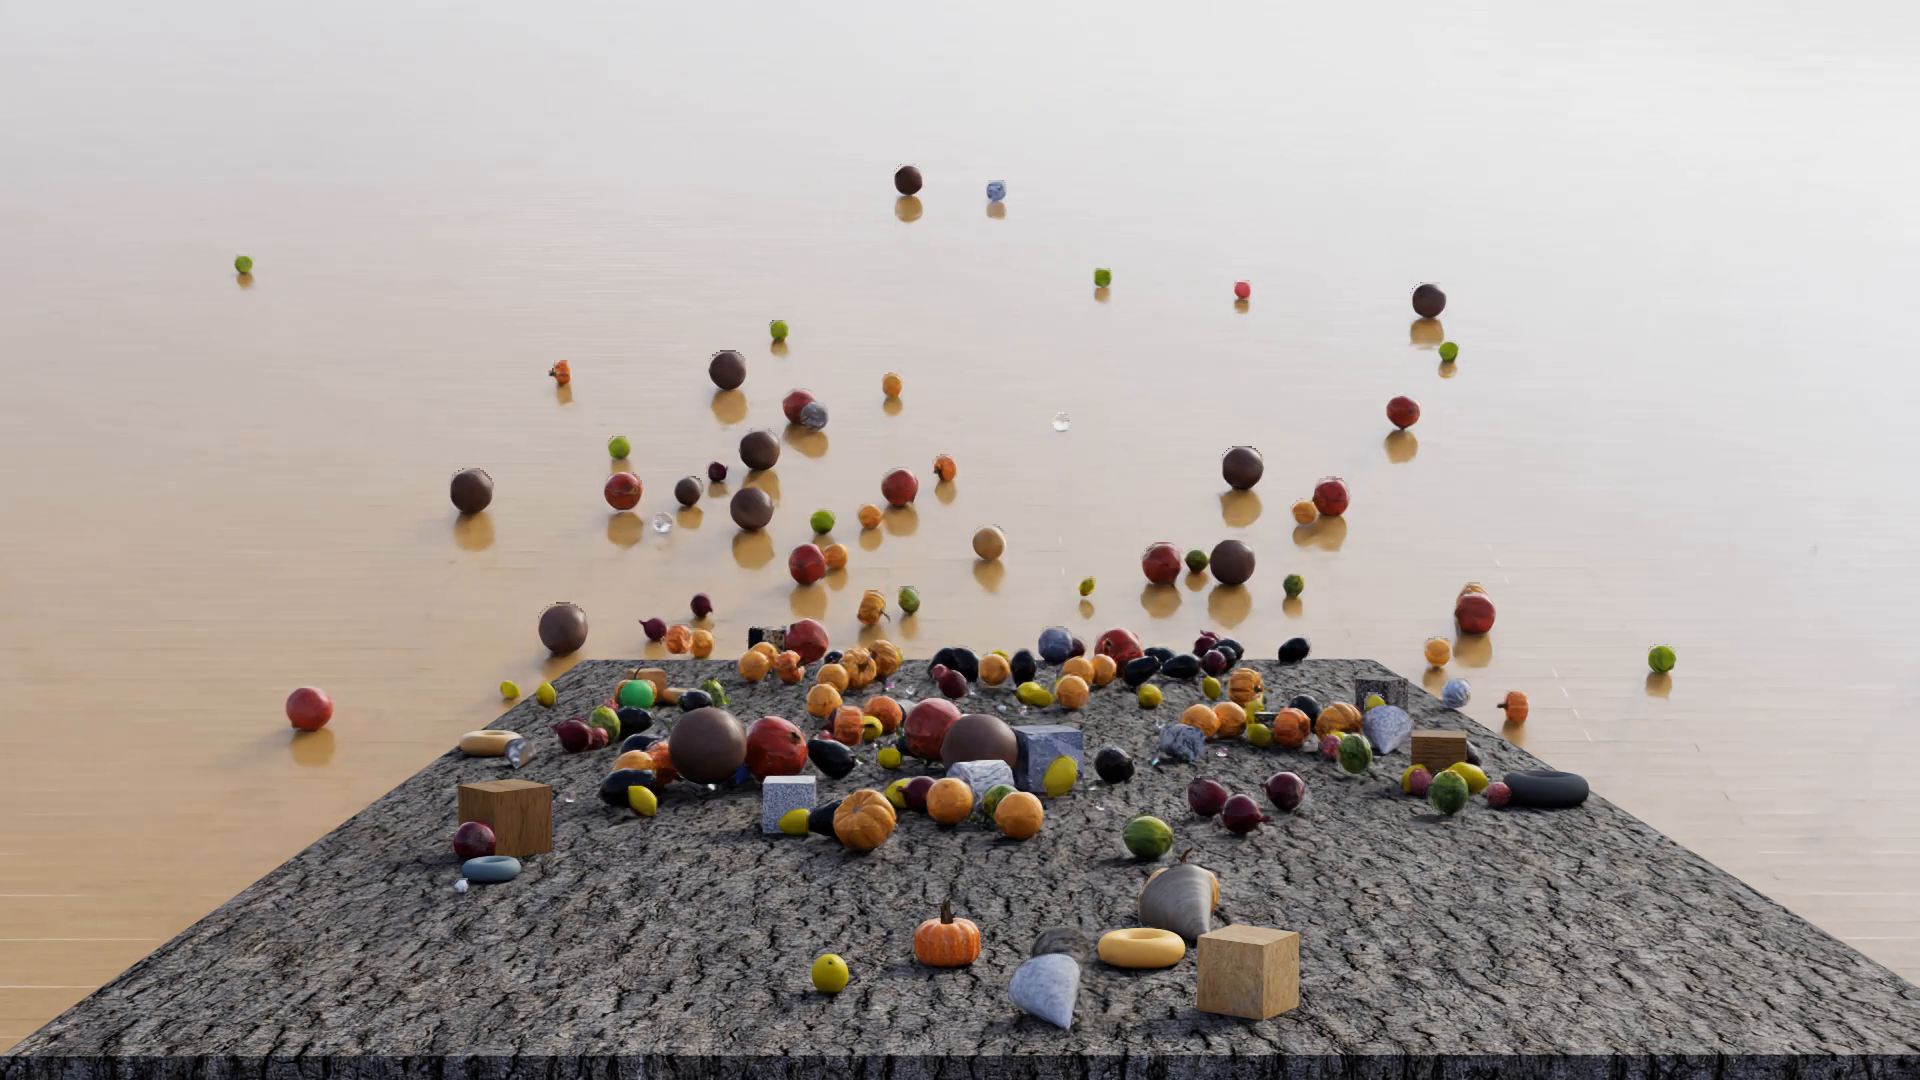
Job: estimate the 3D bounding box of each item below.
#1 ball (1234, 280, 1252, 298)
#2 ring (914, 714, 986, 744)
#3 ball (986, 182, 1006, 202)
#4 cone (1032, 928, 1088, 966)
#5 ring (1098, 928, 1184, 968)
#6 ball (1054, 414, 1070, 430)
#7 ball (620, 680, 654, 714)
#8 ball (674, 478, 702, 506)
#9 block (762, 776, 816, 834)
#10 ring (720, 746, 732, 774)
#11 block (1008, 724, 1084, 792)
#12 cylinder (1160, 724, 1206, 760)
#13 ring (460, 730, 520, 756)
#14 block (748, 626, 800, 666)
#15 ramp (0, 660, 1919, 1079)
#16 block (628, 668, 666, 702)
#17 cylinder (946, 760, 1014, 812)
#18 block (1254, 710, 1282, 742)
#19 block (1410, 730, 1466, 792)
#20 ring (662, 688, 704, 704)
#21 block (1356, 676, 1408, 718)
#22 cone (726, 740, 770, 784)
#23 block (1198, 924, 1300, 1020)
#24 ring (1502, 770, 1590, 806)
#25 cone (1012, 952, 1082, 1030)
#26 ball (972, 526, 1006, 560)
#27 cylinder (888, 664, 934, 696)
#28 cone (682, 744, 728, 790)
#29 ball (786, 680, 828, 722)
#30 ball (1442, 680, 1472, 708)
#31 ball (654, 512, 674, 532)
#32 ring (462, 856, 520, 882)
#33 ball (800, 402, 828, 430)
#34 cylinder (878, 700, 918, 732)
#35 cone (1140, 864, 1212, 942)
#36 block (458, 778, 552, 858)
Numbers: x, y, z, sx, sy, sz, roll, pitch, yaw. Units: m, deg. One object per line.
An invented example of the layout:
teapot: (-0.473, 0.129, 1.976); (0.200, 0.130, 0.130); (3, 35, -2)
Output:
ball: (1.085, -0.961, 9.872); (0.067, 0.067, 0.067); (0, 22, 0)
ring: (-0.019, 0.363, 4.923); (0.139, 0.046, 0.139); (-1, 4, 0)
ball: (0.159, -1.529, 11.272); (0.088, 0.088, 0.088); (0, 22, 0)
cone: (0.118, 0.476, 2.853); (0.065, 0.065, 0.065); (-3, 30, -9)
ring: (0.208, 0.469, 2.955); (0.101, 0.034, 0.101); (-1, 2, 0)
ball: (0.335, -0.384, 8.442); (0.053, 0.053, 0.053); (0, 22, 0)
ball: (-0.674, 0.328, 5.361); (0.070, 0.070, 0.070); (0, 22, 0)
ball: (-0.824, -0.148, 7.803); (0.086, 0.086, 0.086); (0, 22, 0)
block: (-0.258, 0.400, 3.893); (0.076, 0.076, 0.076); (0, 3, 0)
ring: (-0.408, 0.387, 4.526); (0.115, 0.038, 0.115); (-1, 3, 0)
block: (0.143, 0.367, 4.324); (0.098, 0.098, 0.098); (-1, 3, -19)
cylinder: (0.406, 0.367, 4.668); (0.062, 0.062, 0.062); (-10, 6, -24)
ring: (-0.865, 0.375, 4.748); (0.117, 0.039, 0.117); (1, 3, 0)
block: (-0.461, 0.265, 6.398); (0.090, 0.090, 0.090); (3, 4, 44)
ramp: (0.050, 0.455, 4.532); (2.000, 0.100, 4.000); (0, 3, 0)
block: (-0.682, 0.317, 5.599); (0.068, 0.068, 0.068); (-1, 3, -24)
cylinder: (0.032, 0.389, 4.068); (0.080, 0.080, 0.080); (-2, 20, -29)
block: (0.593, 0.358, 4.949); (0.051, 0.051, 0.051); (1, 3, 13)
block: (0.806, 0.370, 4.324); (0.090, 0.090, 0.090); (1, 3, 12)
ring: (-0.599, 0.338, 5.560); (0.094, 0.031, 0.094); (1, 3, 0)
block: (0.872, 0.325, 5.315); (0.079, 0.079, 0.079); (2, 4, 40)
cone: (-0.371, 0.396, 4.388); (0.077, 0.077, 0.077); (4, 30, 9)
block: (0.306, 0.458, 2.729); (0.079, 0.079, 0.079); (2, 4, 35)
ring: (0.946, 0.401, 4.155); (0.139, 0.046, 0.139); (1, 2, 0)
cone: (0.100, 0.483, 2.664); (0.078, 0.078, 0.078); (-5, 35, -13)
ball: (0.085, 0.008, 7.395); (0.096, 0.096, 0.096); (0, 22, 0)
cylinder: (-0.108, 0.343, 5.734); (0.099, 0.099, 0.099); (-2, 22, 1)
cone: (-0.421, 0.398, 4.321); (0.080, 0.080, 0.080); (-7, 32, -17)
ball: (-0.312, 0.331, 5.234); (0.089, 0.089, 0.089); (0, 22, 0)
ball: (1.052, 0.326, 5.453); (0.063, 0.063, 0.063); (0, 22, 0)
ball: (-0.876, -0.054, 7.598); (0.060, 0.060, 0.060); (0, 22, 0)
ring: (-0.635, 0.446, 3.484); (0.080, 0.027, 0.080); (-2, 3, 0)
ball: (-0.478, -0.405, 8.434); (0.092, 0.092, 0.092); (0, 22, 0)
cylinder: (-0.122, 0.347, 5.088); (0.059, 0.059, 0.059); (8, 6, 20)
cone: (0.279, 0.457, 3.086); (0.097, 0.097, 0.097); (-8, 32, -18)
block: (-0.654, 0.400, 3.697); (0.096, 0.096, 0.096); (-3, 4, -42)
